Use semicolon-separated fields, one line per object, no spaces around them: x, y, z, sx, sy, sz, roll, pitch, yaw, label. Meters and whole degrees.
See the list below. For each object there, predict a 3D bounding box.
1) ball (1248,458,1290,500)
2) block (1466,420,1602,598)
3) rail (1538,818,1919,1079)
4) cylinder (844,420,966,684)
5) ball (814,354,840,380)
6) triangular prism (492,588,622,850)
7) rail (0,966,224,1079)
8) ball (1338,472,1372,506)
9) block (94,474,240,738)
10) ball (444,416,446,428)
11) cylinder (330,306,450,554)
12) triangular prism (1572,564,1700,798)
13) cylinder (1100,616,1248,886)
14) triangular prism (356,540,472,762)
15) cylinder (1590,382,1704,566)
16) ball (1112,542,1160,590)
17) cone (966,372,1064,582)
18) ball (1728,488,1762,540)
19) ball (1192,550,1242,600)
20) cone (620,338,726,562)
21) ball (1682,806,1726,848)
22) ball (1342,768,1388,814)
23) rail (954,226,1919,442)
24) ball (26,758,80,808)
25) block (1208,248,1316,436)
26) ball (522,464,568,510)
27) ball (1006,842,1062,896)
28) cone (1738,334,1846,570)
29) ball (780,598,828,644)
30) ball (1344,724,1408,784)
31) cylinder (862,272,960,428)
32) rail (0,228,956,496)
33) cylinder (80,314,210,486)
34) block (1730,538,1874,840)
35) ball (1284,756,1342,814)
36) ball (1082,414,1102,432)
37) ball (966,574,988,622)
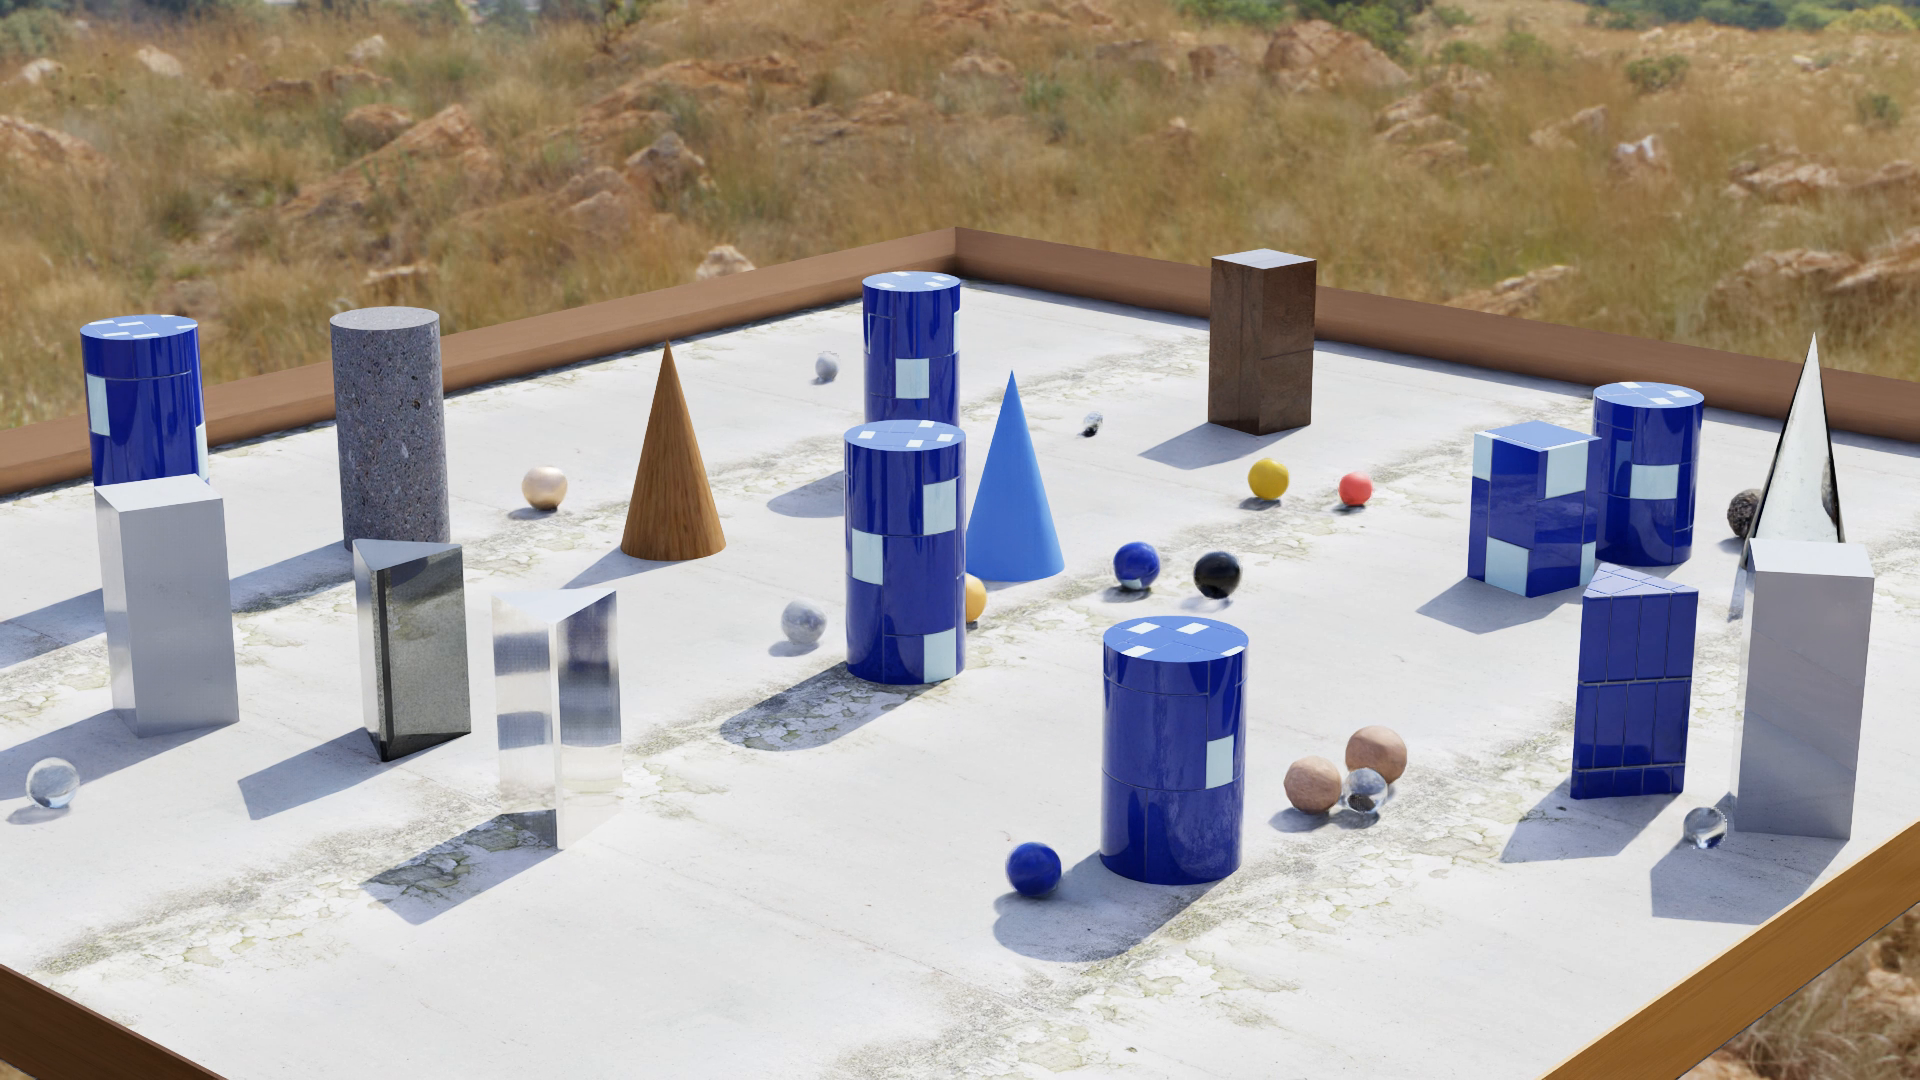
0.601;-0.118;5.698;0.082;0.082;0.082;0;17;0;ball
1.014;-0.056;5.178;0.156;0.264;0.156;-12;20;-34;block
1.362;0.373;3.988;0.045;0.127;4.167;14;22;39;rail
-0.088;0.018;4.718;0.195;0.387;0.195;0;17;0;cylinder
-0.301;-0.393;6.653;0.057;0.057;0.057;0;17;0;ball
-0.540;0.238;4.093;0.146;0.328;0.169;-12;21;-35;triangular prism
-1.351;0.481;3.631;3.655;0.127;0.045;14;22;39;rail
0.763;-0.098;5.660;0.066;0.066;0.066;0;17;0;ball
-1.216;0.100;4.497;0.156;0.359;0.156;-9;19;-28;block
-1.114;-0.246;6.125;0.079;0.079;0.079;0;17;0;ball
-1.043;-0.199;5.374;0.195;0.424;0.195;0;17;0;cylinder
0.952;0.201;4.253;0.169;0.306;0.146;-3;17;-9;triangular prism
0.289;0.282;3.965;0.195;0.316;0.195;0;17;0;cylinder
-0.856;0.155;4.418;0.146;0.298;0.169;14;22;38;triangular prism
1.244;-0.121;5.338;0.195;0.295;0.195;0;17;0;cylinder
0.310;0.045;5.153;0.085;0.085;0.085;0;17;0;ball
0.092;-0.130;5.244;0.195;0.366;0.195;0;17;0;cone
1.473;-0.046;5.433;0.098;0.098;0.098;0;17;0;ball
0.447;0.061;5.100;0.085;0.085;0.085;0;17;0;ball
-0.529;-0.179;5.357;0.195;0.395;0.195;0;17;0;cone
1.024;0.396;4.036;0.058;0.058;0.058;0;17;0;ball
0.574;0.356;4.157;0.065;0.065;0.065;0;17;0;ball
1.351;-0.417;6.609;3.655;0.127;0.045;14;22;39;rail
-1.292;0.346;4.176;0.072;0.072;0.072;0;17;0;ball
0.640;-0.421;6.225;0.156;0.358;0.156;-13;21;-37;block
-0.798;-0.102;5.635;0.088;0.088;0.088;0;17;0;ball
0.099;0.435;3.878;0.073;0.073;0.073;0;17;0;ball
1.505;-0.160;5.228;0.195;0.434;0.195;0;17;0;cone
-0.259;0.134;4.870;0.077;0.077;0.077;0;17;0;ball
0.604;0.313;4.252;0.091;0.091;0.091;0;17;0;ball
-0.097;-0.335;5.901;0.195;0.379;0.195;0;17;0;cylinder
-1.362;-0.310;6.252;0.045;0.127;4.167;14;22;39;rail
-1.406;-0.139;5.090;0.195;0.473;0.195;0;17;0;cylinder
1.174;0.207;4.102;0.156;0.382;0.156;3;17;11;block
0.501;0.347;4.157;0.082;0.082;0.082;0;17;0;ball
0.279;-0.248;6.197;0.041;0.041;0.041;0;17;0;ball
0.004;0.099;4.975;0.084;0.084;0.084;0;17;0;ball
